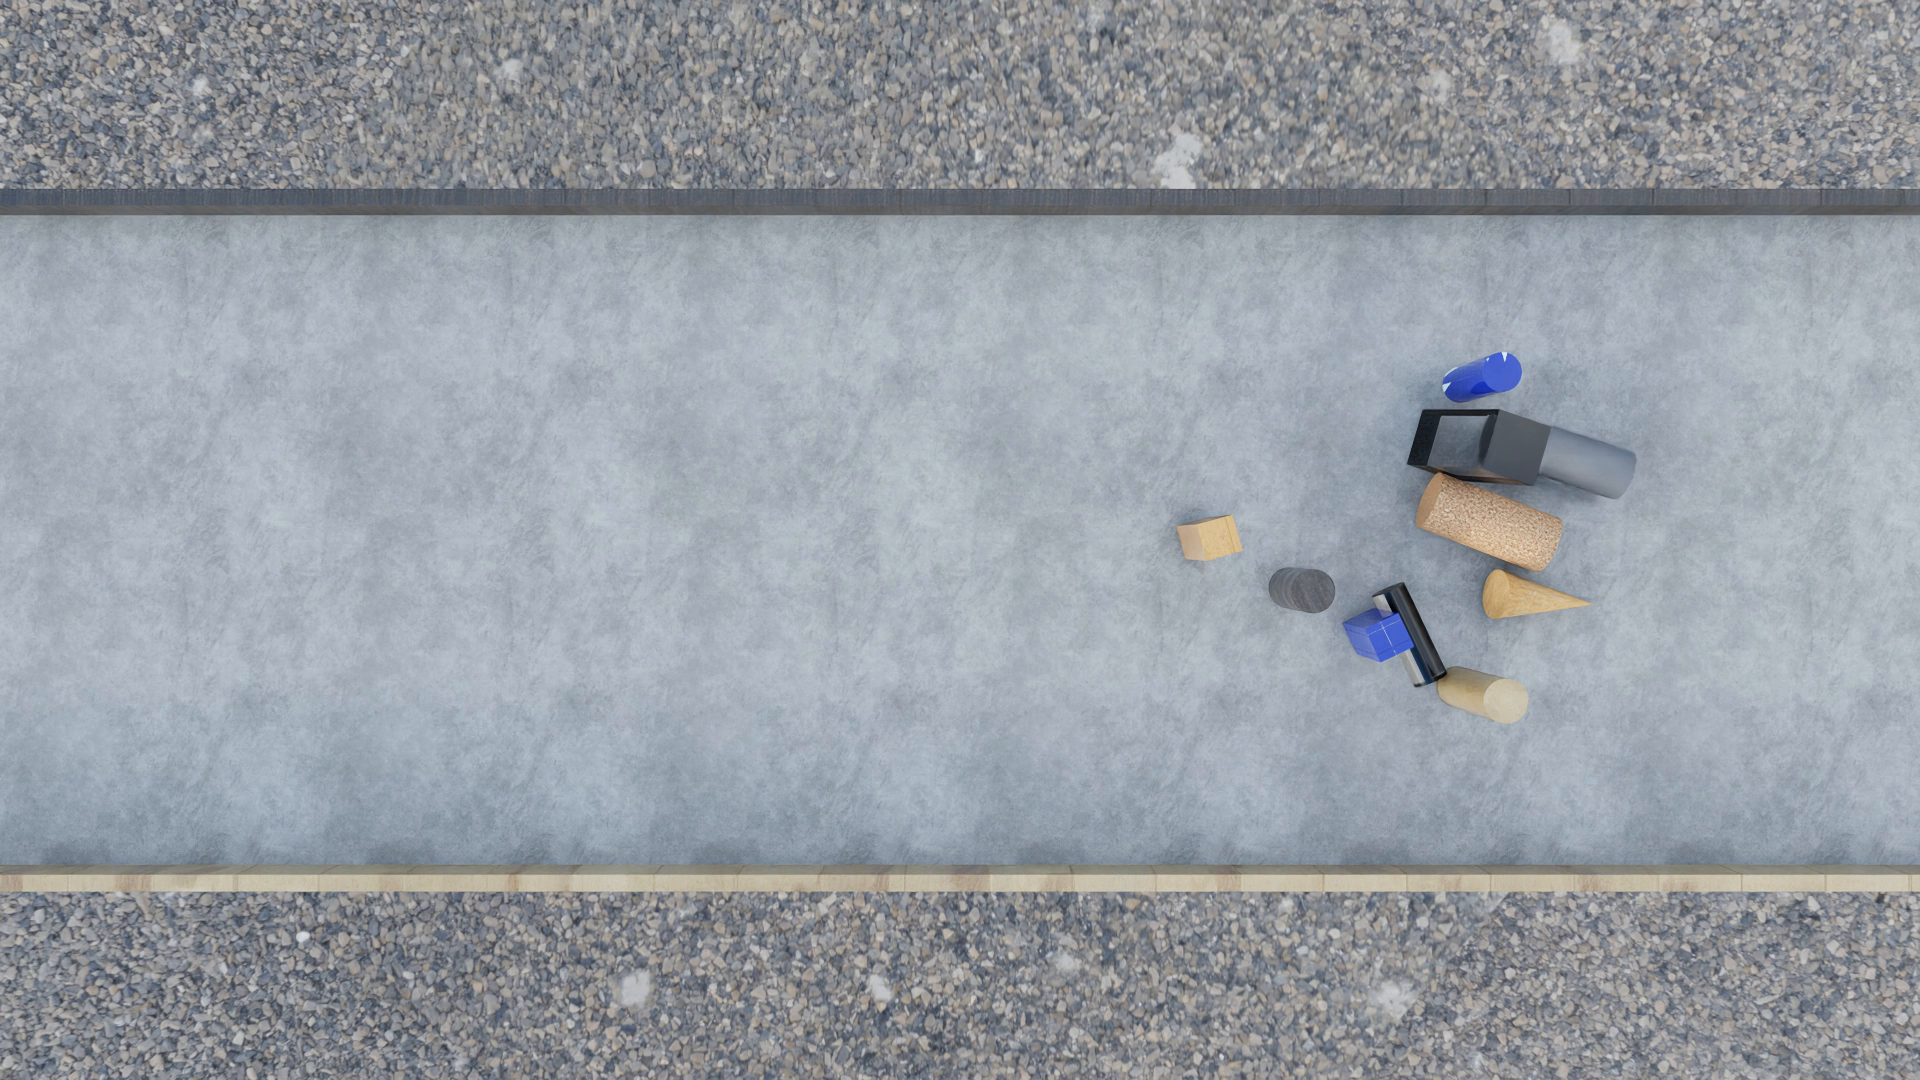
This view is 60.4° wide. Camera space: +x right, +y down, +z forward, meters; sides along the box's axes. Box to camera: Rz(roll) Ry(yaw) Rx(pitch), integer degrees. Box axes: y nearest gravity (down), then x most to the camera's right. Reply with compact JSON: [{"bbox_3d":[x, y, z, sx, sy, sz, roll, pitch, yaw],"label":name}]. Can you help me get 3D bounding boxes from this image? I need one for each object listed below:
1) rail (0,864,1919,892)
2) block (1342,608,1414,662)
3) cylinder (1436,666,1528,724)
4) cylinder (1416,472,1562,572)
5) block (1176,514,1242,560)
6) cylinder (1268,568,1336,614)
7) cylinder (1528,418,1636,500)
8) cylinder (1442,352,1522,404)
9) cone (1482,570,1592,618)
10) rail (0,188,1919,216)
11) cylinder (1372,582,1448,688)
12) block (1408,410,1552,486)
[{"bbox_3d":[-2.247,1.025,5.001,12.000,0.150,0.050,0,90,0],"label":"rail"},{"bbox_3d":[1.244,0.281,4.922,0.108,0.307,0.108,-26,90,1],"label":"block"},{"bbox_3d":[1.530,0.451,4.848,0.126,0.457,0.126,0,90,0],"label":"cylinder"},{"bbox_3d":[1.597,-0.053,4.988,0.384,0.178,0.178,21,90,0],"label":"cylinder"},{"bbox_3d":[0.731,-0.006,4.860,0.106,0.432,0.106,-15,90,0],"label":"block"},{"bbox_3d":[1.013,0.147,4.903,0.127,0.347,0.127,0,90,0],"label":"cylinder"},{"bbox_3d":[1.853,-0.245,5.000,0.332,0.154,0.154,18,90,0],"label":"cylinder"},{"bbox_3d":[1.541,-0.478,4.882,0.113,0.389,0.113,0,90,0],"label":"cylinder"},{"bbox_3d":[1.790,0.181,5.039,0.340,0.151,0.151,6,90,-13],"label":"cone"},{"bbox_3d":[-2.247,-1.025,5.002,12.000,0.150,0.050,0,90,0],"label":"rail"},{"bbox_3d":[1.369,0.288,5.023,0.107,0.107,0.304,-25,90,0],"label":"cylinder"},{"bbox_3d":[1.520,-0.275,4.854,0.175,0.414,0.175,16,90,-15],"label":"block"}]
